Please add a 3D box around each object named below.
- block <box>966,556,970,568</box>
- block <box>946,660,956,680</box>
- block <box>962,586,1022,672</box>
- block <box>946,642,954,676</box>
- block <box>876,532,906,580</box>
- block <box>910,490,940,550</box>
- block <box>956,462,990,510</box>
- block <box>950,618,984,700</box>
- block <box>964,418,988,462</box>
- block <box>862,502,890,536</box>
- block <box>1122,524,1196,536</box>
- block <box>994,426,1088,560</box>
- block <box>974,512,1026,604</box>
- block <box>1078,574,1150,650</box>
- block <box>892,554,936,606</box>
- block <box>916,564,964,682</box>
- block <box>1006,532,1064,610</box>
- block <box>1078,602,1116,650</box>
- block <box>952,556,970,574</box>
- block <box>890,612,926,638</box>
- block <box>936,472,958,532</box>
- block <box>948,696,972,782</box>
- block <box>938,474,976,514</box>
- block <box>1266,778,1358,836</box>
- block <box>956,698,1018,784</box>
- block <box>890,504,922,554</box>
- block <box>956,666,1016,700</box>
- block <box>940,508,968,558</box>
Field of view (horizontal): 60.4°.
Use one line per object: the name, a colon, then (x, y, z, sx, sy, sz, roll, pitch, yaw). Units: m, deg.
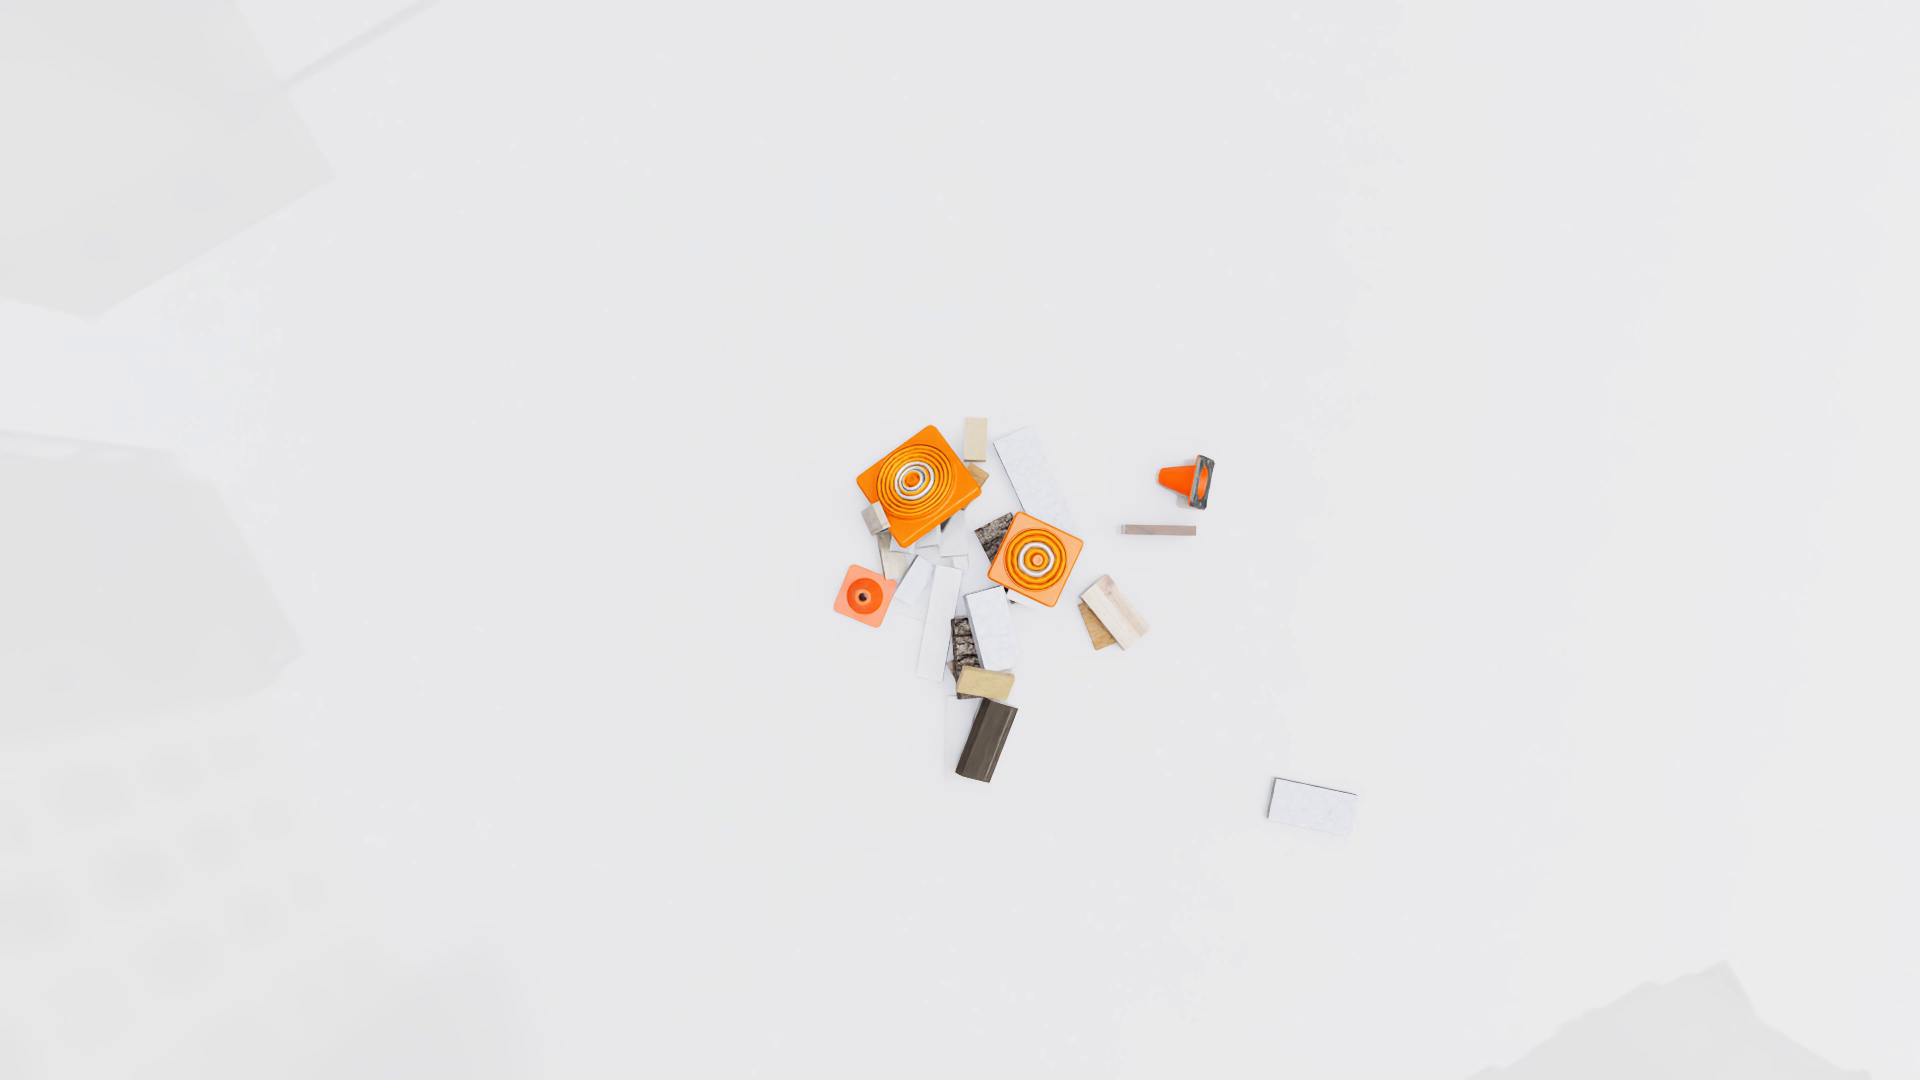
block: (0.003, 0.051, 5.494, 0.045, 0.013, 0.091, -8, 90, 0)
block: (0.045, 0.406, 5.476, 0.163, 0.023, 0.081, -28, 91, -8)
block: (0.107, 0.296, 5.422, 0.133, 0.038, 0.266, -14, 91, -20)
block: (-0.017, 0.396, 5.492, 0.054, 0.015, 0.108, -5, 90, 0)
block: (-0.225, 0.050, 5.476, 0.078, 0.022, 0.156, -10, 90, -21)
block: (-0.113, -0.067, 5.408, 0.091, 0.026, 0.183, -9, 75, 26)
block: (0.025, -0.176, 5.447, 0.074, 0.021, 0.148, 33, 79, 11)
block: (0.048, 0.387, 5.433, 0.133, 0.038, 0.266, -4, 87, -20)
block: (0.052, -0.333, 5.469, 0.074, 0.021, 0.148, 2, 73, 0)
block: (-0.278, -0.069, 5.412, 0.025, 0.177, 0.089, -24, 90, -17)
block: (0.655, -0.033, 5.442, 0.234, 0.117, 0.033, 1, 90, 0)
block: (0.266, -0.150, 5.480, 0.138, 0.039, 0.445, -25, 90, 0)
block: (0.171, 0.060, 5.480, 0.138, 0.039, 0.276, -27, 90, 0)
block: (0.514, 0.240, 5.465, 0.117, 0.033, 0.234, -40, 94, -11)
block: (-0.151, 0.134, 5.476, 0.078, 0.022, 0.156, 32, 90, -21)
block: (-0.067, 0.275, 5.471, 0.089, 0.025, 0.377, 11, 93, 7)
block: (0.246, 0.101, 5.444, 0.117, 0.033, 0.234, 20, 90, 0)
block: (0.461, 0.277, 5.488, 0.081, 0.023, 0.163, -22, 90, 0)
block: (0.002, 0.071, 5.474, 0.045, 0.013, 0.091, -13, 103, 0)
block: (-0.172, 0.284, 5.492, 0.108, 0.015, 0.054, 19, 90, 0)
block: (-0.052, -0.126, 5.461, 0.091, 0.026, 0.183, 28, 78, 10)
block: (0.000, 0.663, 5.488, 0.081, 0.023, 0.286, 1, 90, 0)
block: (-0.027, -0.150, 5.409, 0.148, 0.021, 0.074, -29, 67, 19)
block: (1.170, 0.886, 5.480, 0.276, 0.039, 0.138, 12, 90, 0)
block: (0.088, 0.661, 5.442, 0.133, 0.038, 0.266, 21, 90, -42)
block: (-0.179, -0.036, 5.409, 0.078, 0.022, 0.156, 6, 82, 28)
block: (0.082, 0.467, 5.383, 0.177, 0.025, 0.089, 12, 114, -19)
block: (-0.026, -0.034, 5.462, 0.091, 0.026, 0.183, -5, 75, 2)
